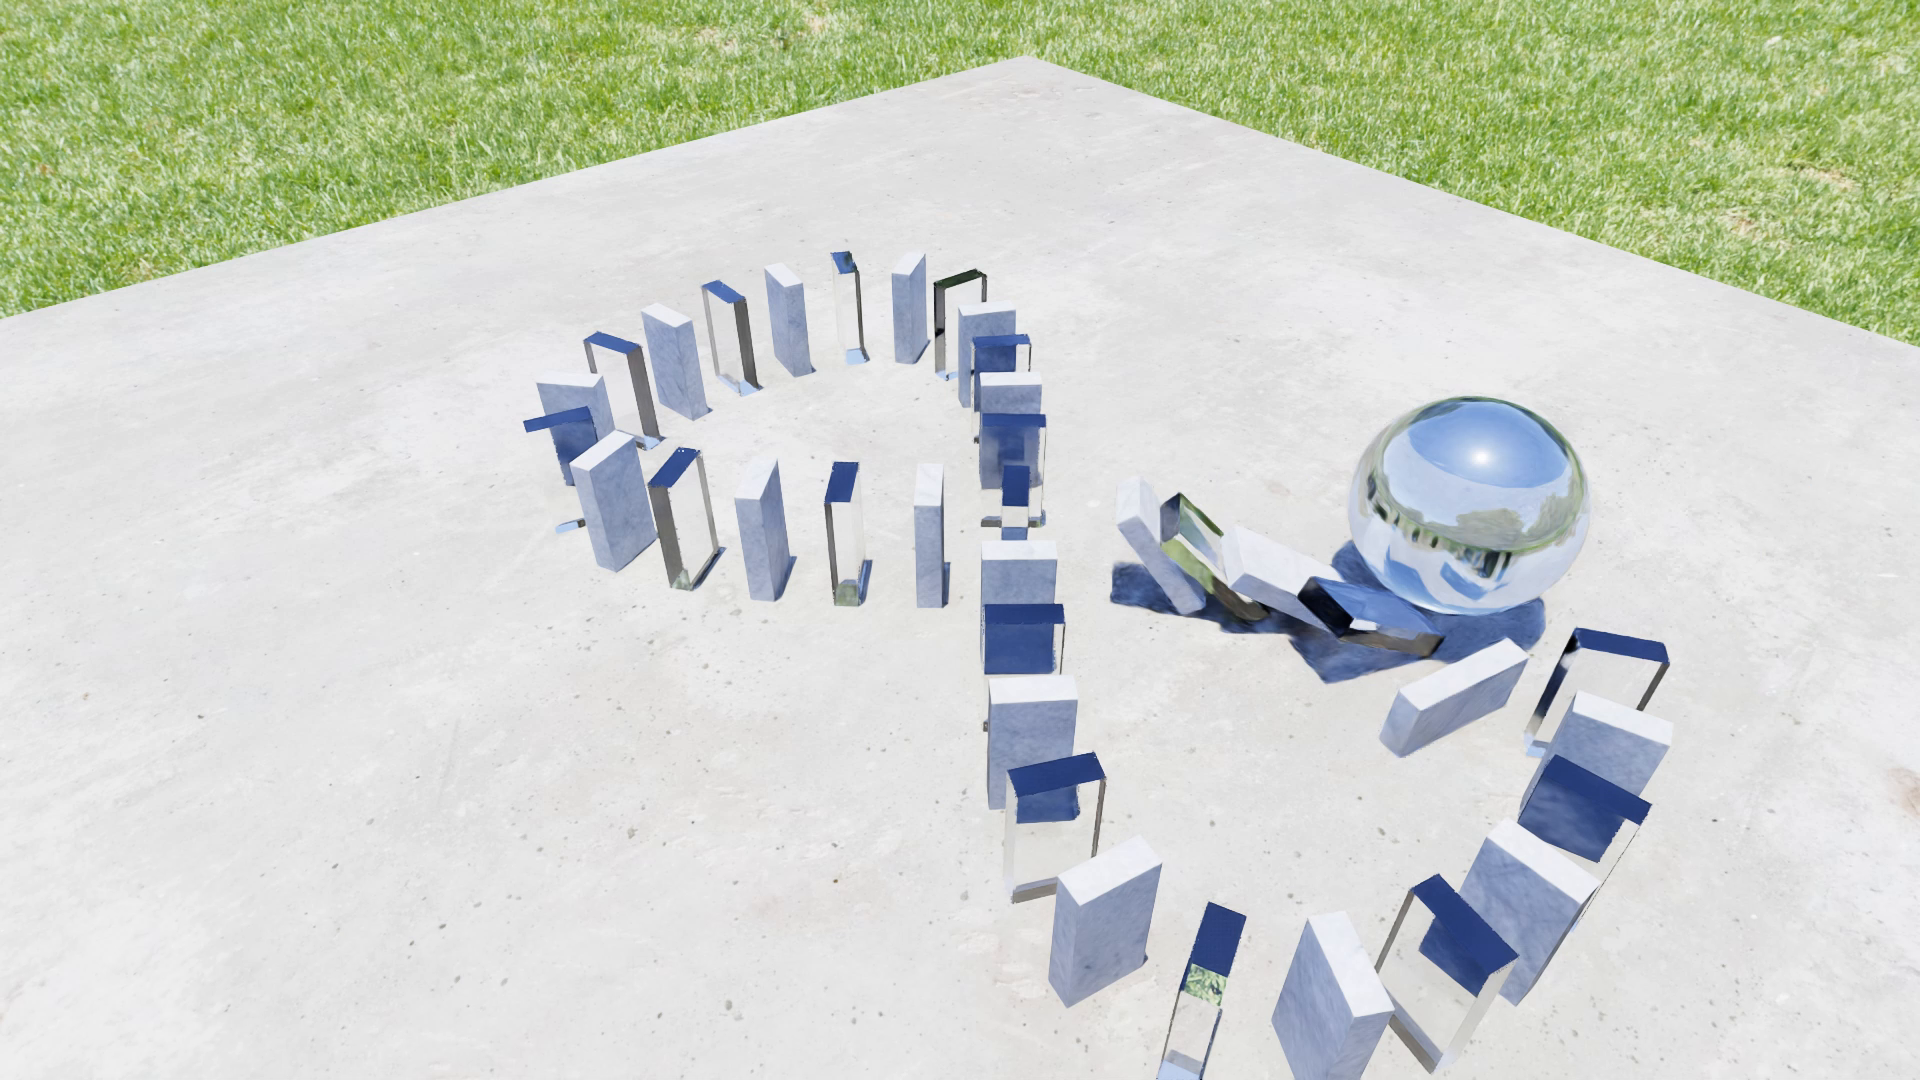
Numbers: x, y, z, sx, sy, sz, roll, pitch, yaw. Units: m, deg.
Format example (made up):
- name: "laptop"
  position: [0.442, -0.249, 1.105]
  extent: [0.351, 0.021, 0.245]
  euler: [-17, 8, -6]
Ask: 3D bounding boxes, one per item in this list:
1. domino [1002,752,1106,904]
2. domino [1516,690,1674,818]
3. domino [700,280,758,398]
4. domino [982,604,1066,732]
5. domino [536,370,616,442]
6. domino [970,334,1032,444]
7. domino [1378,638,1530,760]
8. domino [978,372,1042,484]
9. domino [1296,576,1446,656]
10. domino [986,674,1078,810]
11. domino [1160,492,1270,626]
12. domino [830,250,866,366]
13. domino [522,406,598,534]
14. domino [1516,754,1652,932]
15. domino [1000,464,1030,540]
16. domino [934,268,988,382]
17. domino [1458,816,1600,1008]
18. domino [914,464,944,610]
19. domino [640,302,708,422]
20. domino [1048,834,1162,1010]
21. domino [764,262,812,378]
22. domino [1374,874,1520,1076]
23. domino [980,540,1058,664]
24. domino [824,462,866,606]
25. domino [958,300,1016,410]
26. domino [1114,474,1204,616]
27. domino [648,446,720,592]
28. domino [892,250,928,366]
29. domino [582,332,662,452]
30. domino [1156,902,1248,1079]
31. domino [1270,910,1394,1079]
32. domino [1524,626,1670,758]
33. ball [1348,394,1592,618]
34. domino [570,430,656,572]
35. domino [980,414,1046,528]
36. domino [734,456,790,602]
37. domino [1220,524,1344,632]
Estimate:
- name: "domino"
  position: [0.026, 0.082, 0.311]
  extent: [0.025, 0.050, 0.009]
  euler: [-10, 40, -11]
- name: "domino"
  position: [0.188, 0.069, 0.327]
  extent: [0.025, 0.050, 0.010]
  euler: [21, 44, 23]
- name: "domino"
  position: [-0.111, -0.097, 0.530]
  extent: [0.010, 0.050, 0.025]
  euler: [-28, 47, -30]
- name: "domino"
  position: [0.020, 0.043, 0.360]
  extent: [0.025, 0.050, 0.010]
  euler: [0, 39, -1]
- name: "domino"
  position: [-0.161, -0.047, 0.469]
  extent: [0.025, 0.050, 0.010]
  euler: [5, 40, 6]
- name: "domino"
  position: [0.018, -0.067, 0.494]
  extent: [0.025, 0.050, 0.009]
  euler: [-5, 40, -6]
- name: "domino"
  position: [0.165, 0.053, 0.367]
  extent: [0.050, 0.025, 0.009]
  euler: [-19, 45, -21]
- name: "domino"
  position: [0.021, -0.047, 0.469]
  extent: [0.025, 0.050, 0.009]
  euler: [-2, 39, -2]
- name: "domino"
  position: [0.147, 0.027, 0.392]
  extent: [0.050, 0.009, 0.025]
  euler: [11, 29, -31]
- name: "domino"
  position: [0.021, 0.062, 0.335]
  extent: [0.025, 0.050, 0.009]
  euler: [-3, 39, -3]
- name: "domino"
  position: [0.095, 0.007, 0.410]
  extent: [0.050, 0.010, 0.025]
  euler: [39, 36, -20]
- name: "domino"
  position: [-0.056, -0.116, 0.554]
  extent: [0.009, 0.050, 0.025]
  euler: [-10, 40, -12]
- name: "domino"
  position: [-0.157, -0.028, 0.446]
  extent: [0.025, 0.050, 0.009]
  euler: [-17, 42, -20]
- name: "domino"
  position: [0.169, 0.085, 0.307]
  extent: [0.025, 0.050, 0.010]
  euler: [30, 48, 32]
- name: "domino"
  position: [0.020, 0.000, 0.412]
  extent: [0.010, 0.050, 0.025]
  euler: [2, 39, 3]
- name: "domino"
  position: [0.000, -0.105, 0.540]
  extent: [0.025, 0.050, 0.009]
  euler: [-25, 45, -27]
- name: "domino"
  position: [0.146, 0.099, 0.291]
  extent: [0.009, 0.050, 0.025]
  euler: [-27, 46, -29]
- name: "domino"
  position: [-0.011, -0.001, 0.413]
  extent: [0.009, 0.050, 0.025]
  euler: [1, 39, 1]
- name: "domino"
  position: [-0.133, -0.082, 0.512]
  extent: [0.025, 0.050, 0.009]
  euler: [28, 47, 30]
- name: "domino"
  position: [0.037, 0.101, 0.288]
  extent: [0.025, 0.050, 0.009]
  euler: [-20, 43, -22]
- name: "domino"
  position: [-0.085, -0.108, 0.544]
  extent: [0.009, 0.050, 0.025]
  euler: [-21, 44, -23]
- name: "domino"
  position: [0.120, 0.110, 0.277]
  extent: [0.009, 0.050, 0.025]
  euler: [-18, 43, -21]
- name: "domino"
  position: [0.020, 0.023, 0.384]
  extent: [0.025, 0.050, 0.009]
  euler: [0, 39, -1]
- name: "domino"
  position: [-0.043, -0.002, 0.414]
  extent: [0.010, 0.050, 0.025]
  euler: [2, 39, 3]
- name: "domino"
  position: [0.012, -0.087, 0.518]
  extent: [0.025, 0.050, 0.010]
  euler: [-9, 40, -11]
- name: "domino"
  position: [0.076, 0.002, 0.412]
  extent: [0.009, 0.050, 0.025]
  euler: [-24, 30, 28]
- name: "domino"
  position: [-0.105, -0.008, 0.421]
  extent: [0.009, 0.050, 0.025]
  euler: [10, 40, 12]
- name: "domino"
  position: [-0.025, -0.116, 0.554]
  extent: [0.009, 0.050, 0.025]
  euler: [10, 40, 12]
- name: "domino"
  position: [-0.151, -0.066, 0.492]
  extent: [0.025, 0.050, 0.010]
  euler: [20, 43, 22]
- name: "domino"
  position: [0.059, 0.115, 0.271]
  extent: [0.010, 0.050, 0.025]
  euler: [17, 42, 19]
- name: "domino"
  position: [0.090, 0.116, 0.269]
  extent: [0.009, 0.050, 0.025]
  euler: [-6, 40, -8]
- name: "domino"
  position: [0.201, 0.051, 0.349]
  extent: [0.025, 0.050, 0.010]
  euler: [10, 40, 12]
- name: "ball"
  position: [0.182, -0.012, 0.397]
  extent: [0.080, 0.080, 0.080]
  euler: [0, 39, 0]
- name: "domino"
  position: [-0.134, -0.015, 0.429]
  extent: [0.009, 0.050, 0.025]
  euler: [18, 43, 21]
- name: "domino"
  position: [0.021, -0.027, 0.445]
  extent: [0.025, 0.050, 0.009]
  euler: [1, 39, 1]
- name: "domino"
  position: [-0.074, -0.004, 0.416]
  extent: [0.009, 0.050, 0.025]
  euler: [5, 40, 6]
- name: "domino"
  position: [0.121, 0.015, 0.406]
  extent: [0.050, 0.010, 0.025]
  euler: [22, 42, -17]
